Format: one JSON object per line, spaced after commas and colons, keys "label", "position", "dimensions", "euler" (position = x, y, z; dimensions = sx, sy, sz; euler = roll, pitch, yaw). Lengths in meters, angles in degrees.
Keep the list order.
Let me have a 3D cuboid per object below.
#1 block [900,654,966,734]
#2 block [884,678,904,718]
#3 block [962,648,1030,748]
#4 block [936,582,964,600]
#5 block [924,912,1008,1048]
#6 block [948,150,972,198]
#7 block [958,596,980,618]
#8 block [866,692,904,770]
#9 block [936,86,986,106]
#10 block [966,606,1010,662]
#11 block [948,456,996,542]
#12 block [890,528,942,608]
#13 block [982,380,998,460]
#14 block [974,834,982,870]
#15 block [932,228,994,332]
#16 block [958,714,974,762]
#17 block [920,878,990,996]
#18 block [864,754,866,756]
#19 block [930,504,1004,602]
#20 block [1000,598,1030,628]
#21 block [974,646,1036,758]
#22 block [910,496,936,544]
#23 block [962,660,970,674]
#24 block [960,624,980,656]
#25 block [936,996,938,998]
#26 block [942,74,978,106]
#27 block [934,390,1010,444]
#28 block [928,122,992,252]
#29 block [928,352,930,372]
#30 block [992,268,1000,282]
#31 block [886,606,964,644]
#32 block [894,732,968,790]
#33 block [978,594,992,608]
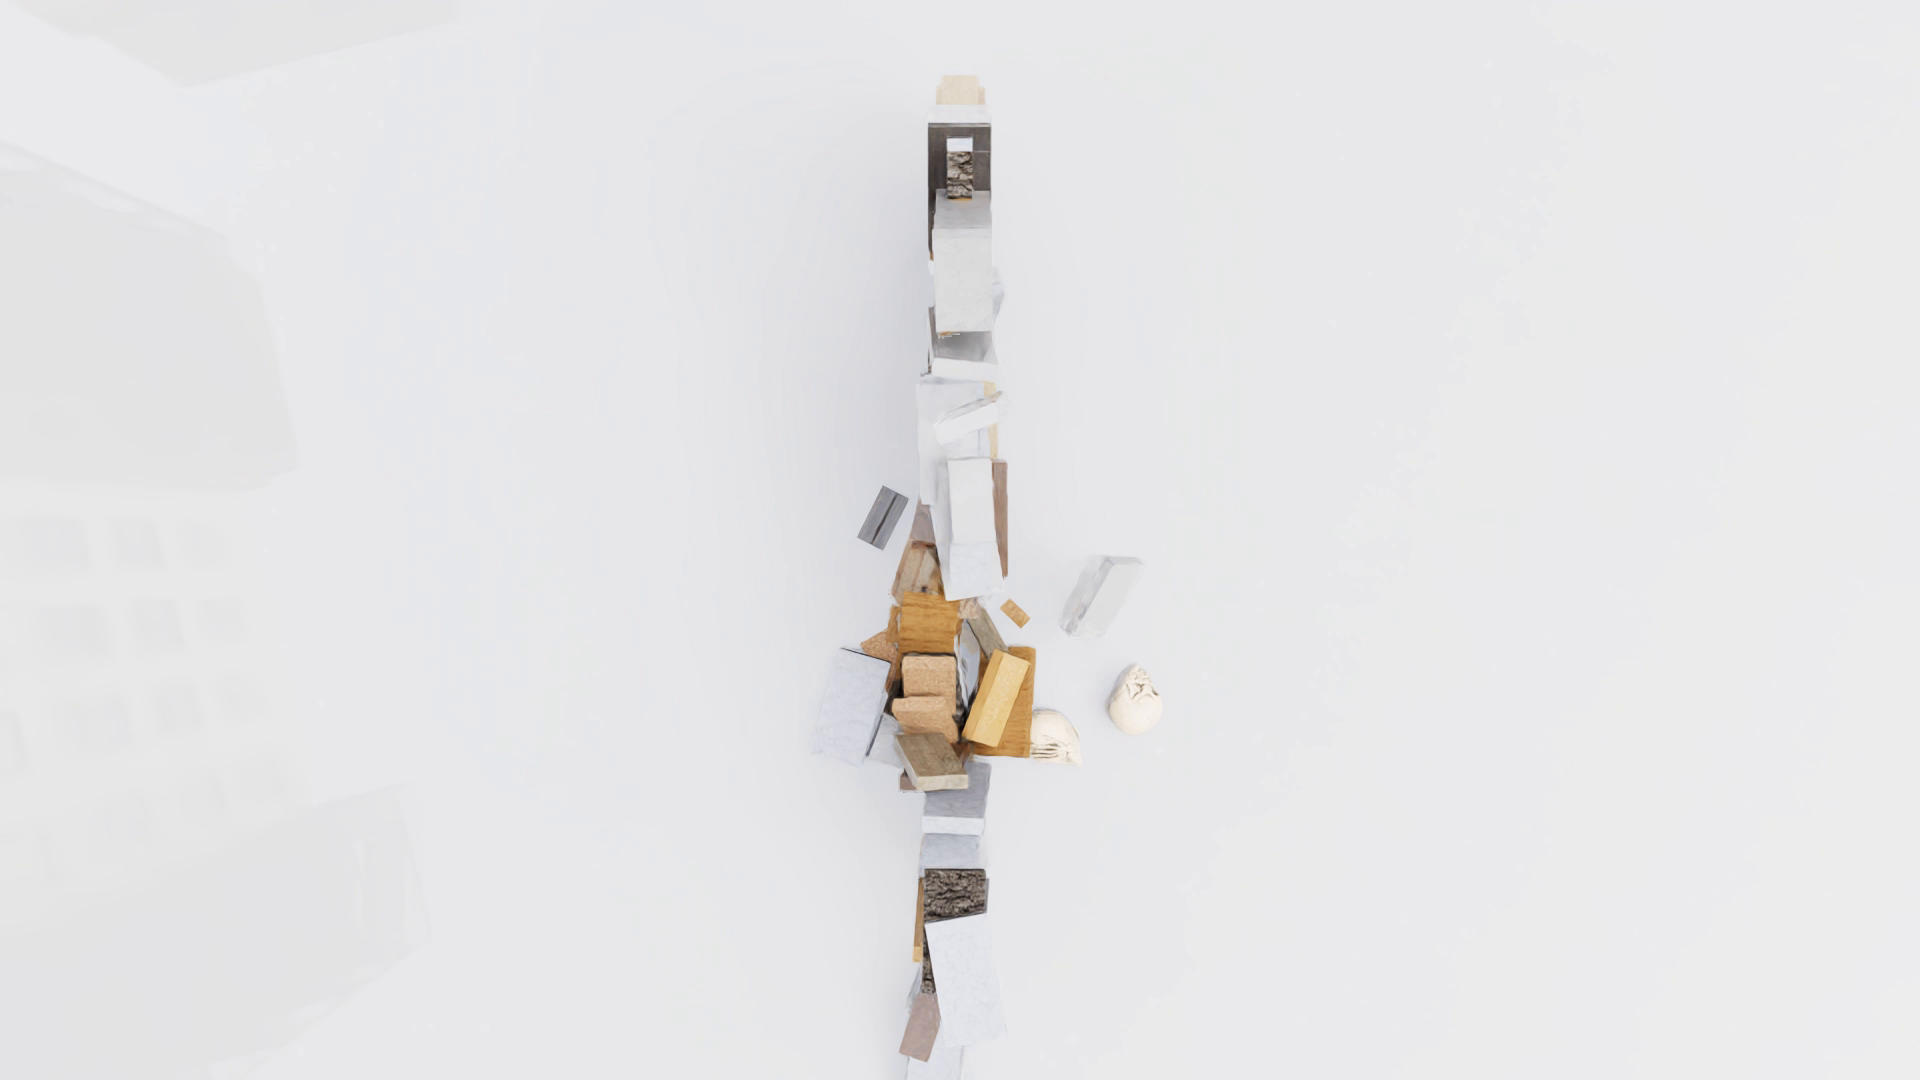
{"label": "block", "position": [-0.082, 0.492, 5.248], "dimensions": [0.172, 0.344, 0.049], "euler": [0, 45, 7]}
{"label": "block", "position": [-0.166, 0.472, 5.406], "dimensions": [0.034, 0.121, 0.242], "euler": [3, 67, 39]}
{"label": "block", "position": [0.115, 0.511, 5.312], "dimensions": [0.042, 0.149, 0.297], "euler": [19, 87, 39]}
{"label": "block", "position": [-0.020, 0.159, 5.184], "dimensions": [0.020, 0.143, 0.072], "euler": [-42, 97, -32]}
{"label": "block", "position": [0.016, 1.184, 4.446], "dimensions": [0.166, 0.047, 0.331], "euler": [-10, 85, -1]}
{"label": "block", "position": [0.000, -1.010, 4.559], "dimensions": [0.069, 0.020, 0.138], "euler": [0, 73, -1]}
{"label": "block", "position": [0.007, 0.138, 5.259], "dimensions": [0.111, 0.031, 0.221], "euler": [-2, 100, 1]}
{"label": "block", "position": [-0.211, 0.624, 5.466], "dimensions": [0.121, 0.034, 0.242], "euler": [20, 90, -17]}
{"label": "block", "position": [0.000, -1.263, 5.172], "dimensions": [0.155, 0.044, 0.310], "euler": [0, 90, 0]}
{"label": "block", "position": [0.075, 0.287, 5.422], "dimensions": [0.072, 0.020, 0.283], "euler": [-24, 63, -11]}
{"label": "block", "position": [0.034, -0.116, 4.727], "dimensions": [0.121, 0.034, 0.242], "euler": [-4, 106, 2]}
{"label": "block", "position": [-0.133, 0.116, 5.253], "dimensions": [0.044, 0.311, 0.155], "euler": [-16, 54, -31]}
{"label": "block", "position": [0.022, -0.383, 5.005], "dimensions": [0.177, 0.050, 0.355], "euler": [-3, 104, -1]}
{"label": "block", "position": [0.000, 0.922, 5.112], "dimensions": [0.130, 0.260, 0.037], "euler": [5, 129, 2]}
{"label": "block", "position": [0.009, -0.671, 4.275], "dimensions": [0.151, 0.301, 0.043], "euler": [-1, 47, 1]}
{"label": "block", "position": [-0.024, 0.705, 5.423], "dimensions": [0.137, 0.039, 0.274], "euler": [2, 64, 0]}
{"label": "block", "position": [-0.014, 1.093, 4.548], "dimensions": [0.162, 0.046, 0.325], "euler": [5, 85, 0]}
{"label": "block", "position": [-0.341, 0.610, 5.486], "dimensions": [0.097, 0.028, 0.194], "euler": [13, 90, 0]}
{"label": "block", "position": [0.018, -0.006, 4.949], "dimensions": [0.180, 0.051, 0.359], "euler": [-9, 107, 1]}
{"label": "block", "position": [0.184, 0.244, 5.493], "dimensions": [0.099, 0.014, 0.050], "euler": [44, 90, 0]}
{"label": "block", "position": [0.147, 0.531, 5.408], "dimensions": [0.178, 0.050, 0.356], "euler": [-1, 78, 24]}
{"label": "block", "position": [-0.046, -0.141, 5.095], "dimensions": [0.155, 0.044, 0.311], "euler": [12, 92, -1]}
{"label": "block", "position": [-0.046, 0.471, 5.455], "dimensions": [0.090, 0.026, 0.181], "euler": [23, 74, 8]}
{"label": "block", "position": [0.028, 0.332, 5.493], "dimensions": [0.050, 0.014, 0.099], "euler": [-39, 90, 0]}
{"label": "block", "position": [-0.016, 1.535, 5.445], "dimensions": [0.126, 0.036, 0.252], "euler": [-5, 107, 2]}
{"label": "block", "position": [0.001, -1.275, 4.919], "dimensions": [0.107, 0.030, 0.214], "euler": [0, 91, 0]}
{"label": "block", "position": [0.037, -0.343, 4.551], "dimensions": [0.175, 0.349, 0.049], "euler": [-21, 98, 9]}
{"label": "block", "position": [-0.002, -1.006, 4.713], "dimensions": [0.180, 0.051, 0.359], "euler": [0, 119, 0]}
{"label": "block", "position": [0.002, -0.377, 5.184], "dimensions": [0.177, 0.050, 0.446], "euler": [-4, 91, 1]}
{"label": "block", "position": [0.027, -0.756, 4.812], "dimensions": [0.139, 0.277, 0.039], "euler": [-14, 97, 13]}
{"label": "block", "position": [-0.118, 0.297, 5.461], "dimensions": [0.242, 0.034, 0.121], "euler": [10, 86, -2]}
{"label": "block", "position": [-0.092, 0.676, 5.055], "dimensions": [0.156, 0.311, 0.044], "euler": [-1, 108, -15]}
{"label": "block", "position": [0.076, 0.132, 5.207], "dimensions": [0.020, 0.072, 0.143], "euler": [5, 118, 18]}
